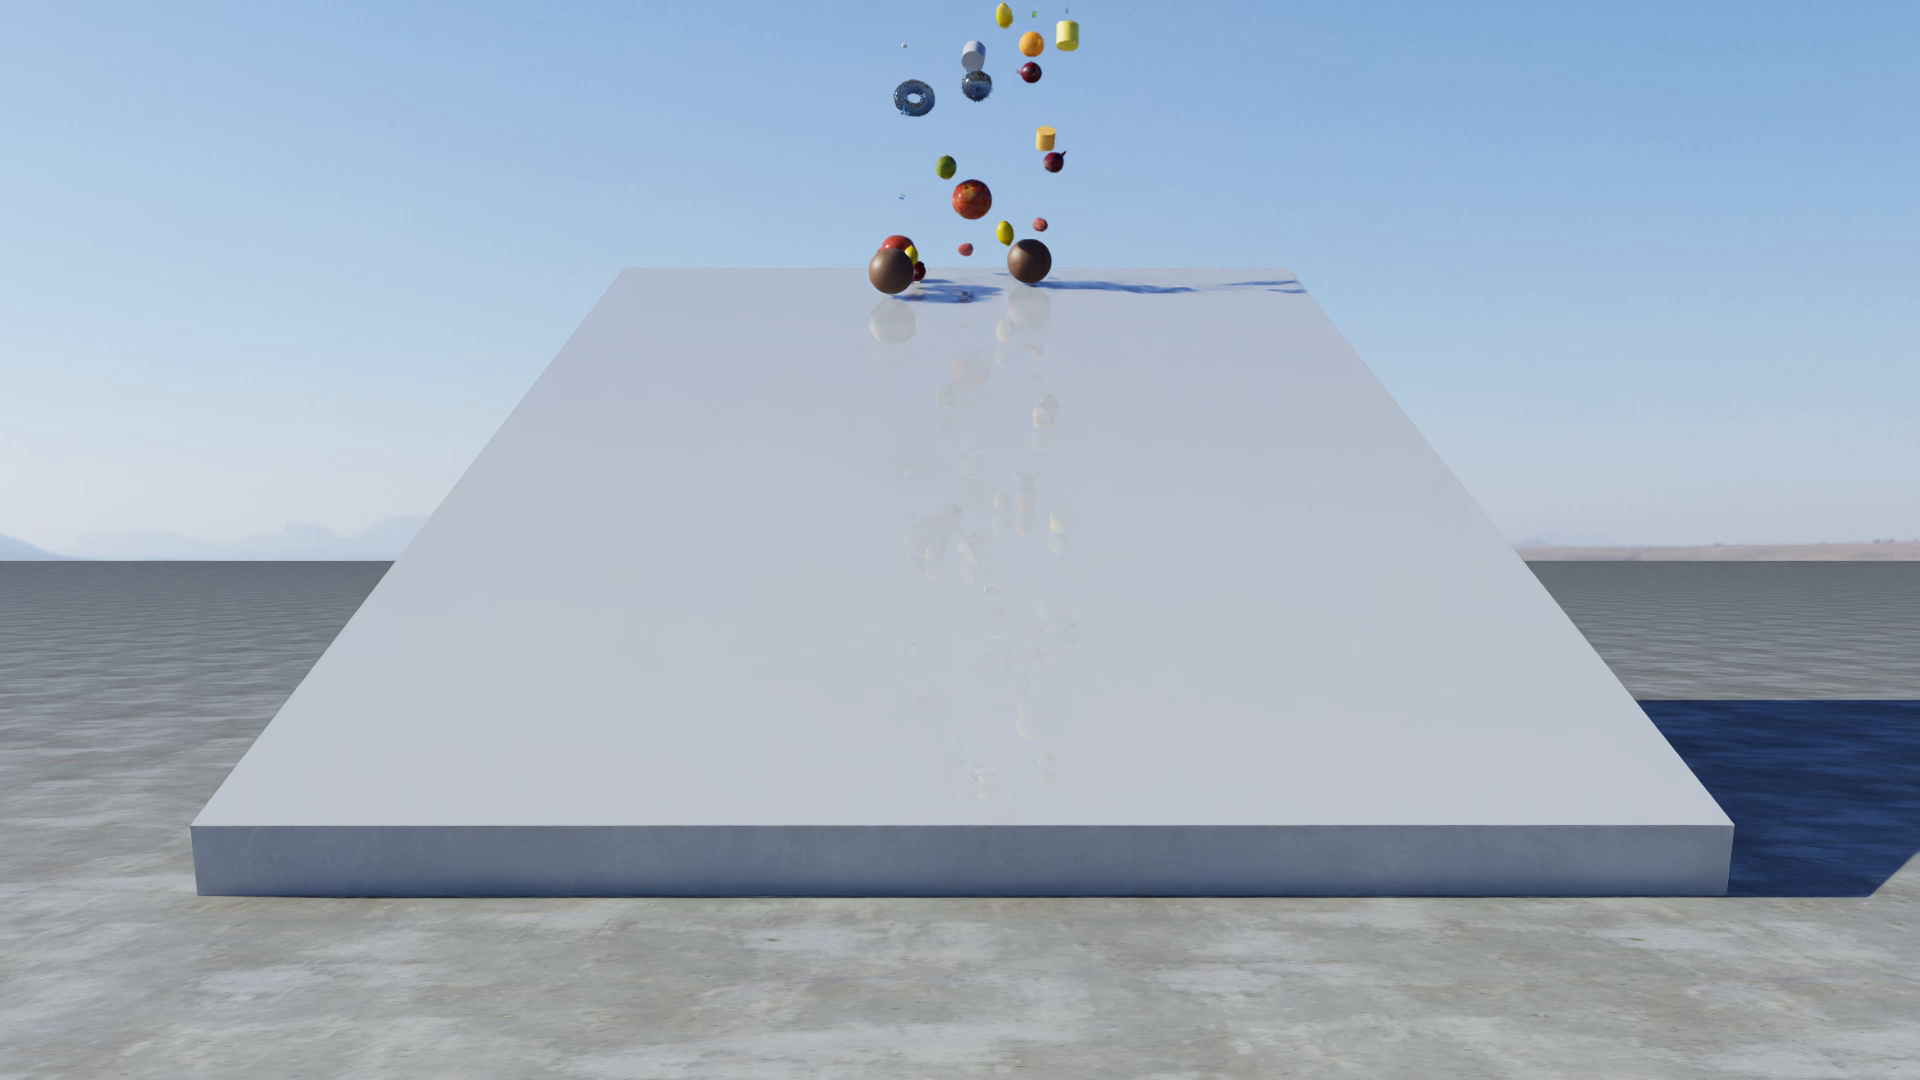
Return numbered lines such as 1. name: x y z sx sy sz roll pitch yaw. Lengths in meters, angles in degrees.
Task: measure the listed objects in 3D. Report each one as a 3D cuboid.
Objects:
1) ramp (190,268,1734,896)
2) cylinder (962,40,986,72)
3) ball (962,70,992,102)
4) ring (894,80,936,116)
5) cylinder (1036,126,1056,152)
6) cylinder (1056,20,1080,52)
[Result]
1. ramp: -0.003 -0.178 4.807 2.000 0.100 4.000 0 17 0
2. cylinder: 0.041 -1.460 6.716 0.069 0.069 0.069 0 40 6
3. ball: 0.048 -1.273 6.240 0.086 0.086 0.086 0 0 0
4. ring: -0.131 -1.274 6.421 0.121 0.121 0.040 0 -25 -8
5. cylinder: 0.246 -1.150 6.376 0.053 0.053 0.053 2 41 -2
6. cylinder: 0.301 -1.410 6.228 0.062 0.062 0.062 2 -16 1
